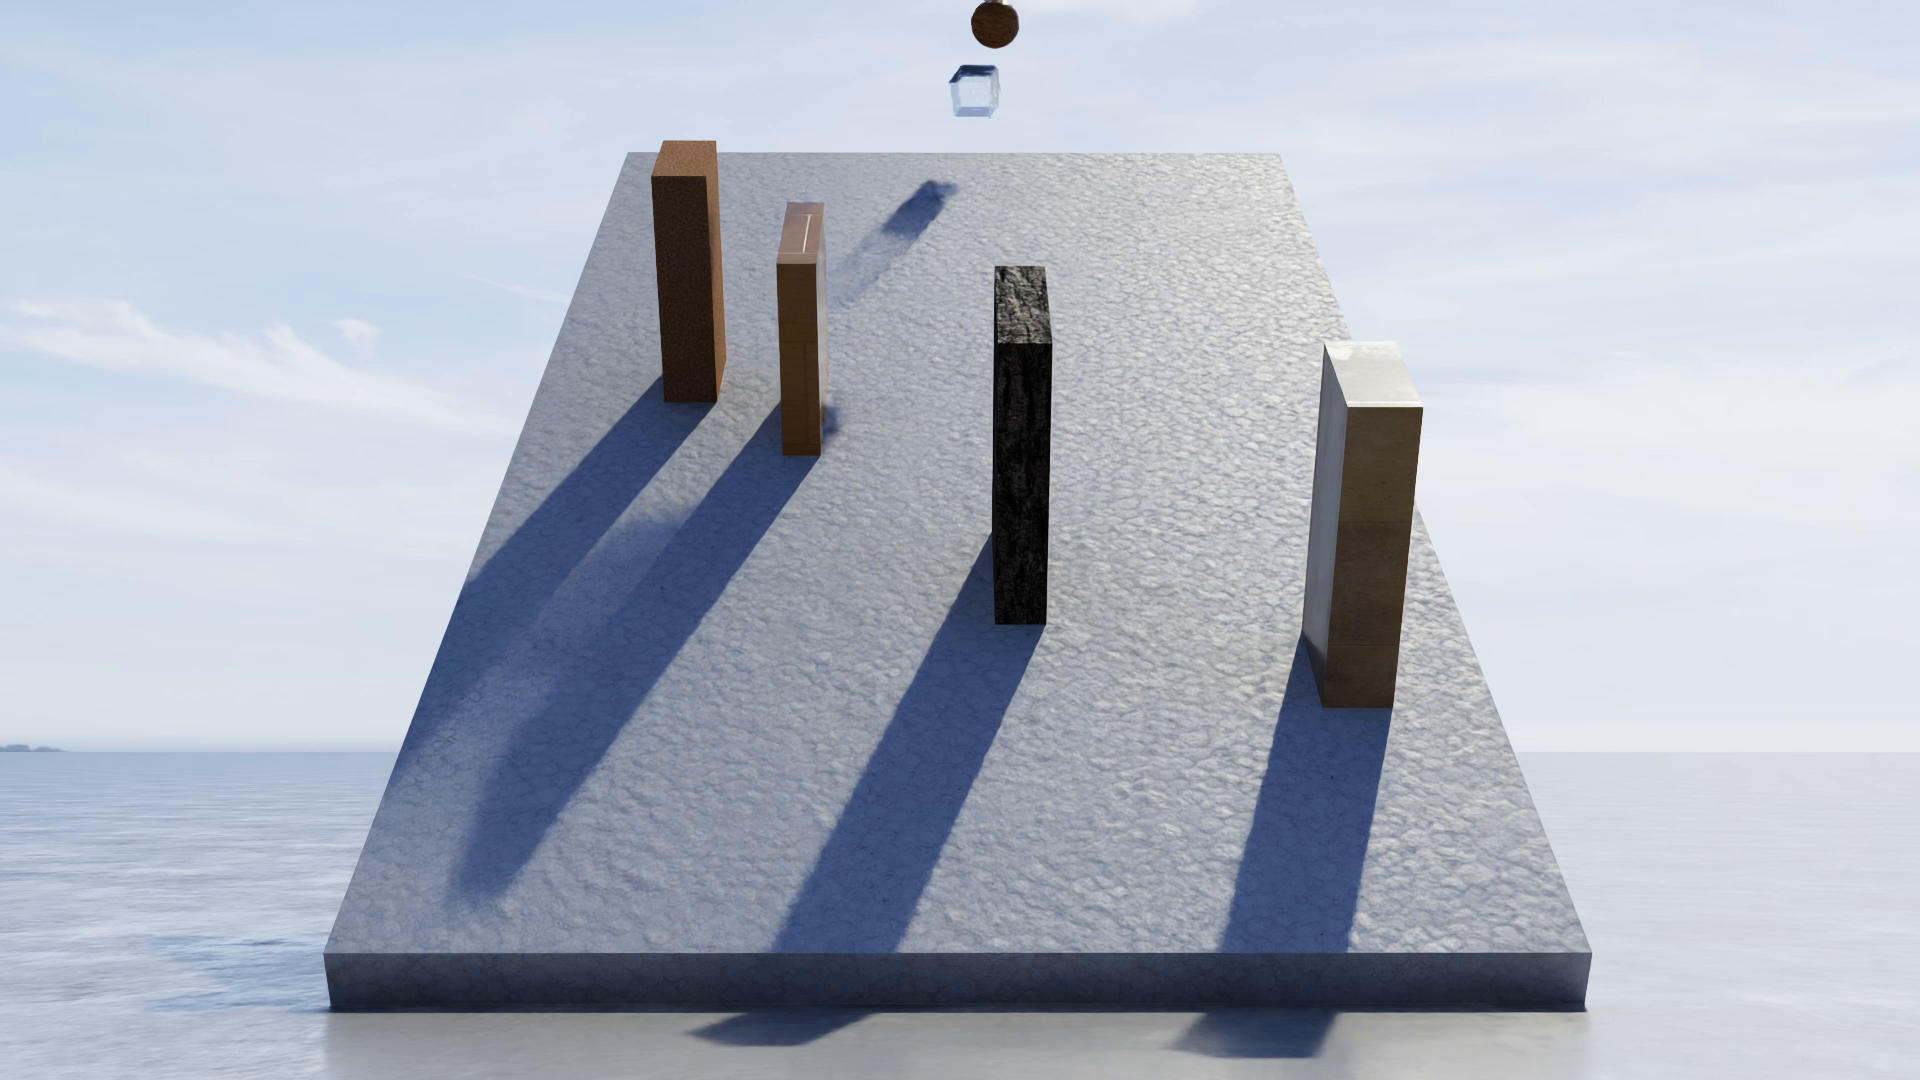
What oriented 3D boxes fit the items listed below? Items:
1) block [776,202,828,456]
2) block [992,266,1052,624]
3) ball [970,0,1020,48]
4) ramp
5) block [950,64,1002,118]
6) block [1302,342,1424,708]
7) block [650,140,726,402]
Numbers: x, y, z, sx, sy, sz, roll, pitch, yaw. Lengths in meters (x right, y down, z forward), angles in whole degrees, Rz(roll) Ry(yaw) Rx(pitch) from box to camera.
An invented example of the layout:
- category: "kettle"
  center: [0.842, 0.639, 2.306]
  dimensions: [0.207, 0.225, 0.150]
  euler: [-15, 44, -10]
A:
- category: "block"
  center: [-0.357, -0.486, 5.437]
  dimensions: [0.086, 0.460, 0.397]
  euler: [0, 27, 0]
- category: "block"
  center: [0.120, -0.192, 4.721]
  dimensions: [0.101, 0.598, 0.402]
  euler: [0, 27, 0]
- category: "ball"
  center: [0.100, -1.474, 6.789]
  dimensions: [0.139, 0.139, 0.139]
  euler: [0, -5, 0]
- category: "ramp"
  center: [-0.011, -0.225, 5.543]
  dimensions: [2.000, 0.100, 4.000]
  euler: [0, 27, 0]
- category: "block"
  center: [0.048, -1.381, 7.308]
  dimensions: [0.117, 0.117, 0.117]
  euler: [6, 39, 19]
- category: "block"
  center: [0.737, -0.028, 4.395]
  dimensions: [0.131, 0.610, 0.295]
  euler: [0, 27, 0]
- category: "block"
  center: [-0.637, -0.634, 5.612]
  dimensions: [0.125, 0.559, 0.260]
  euler: [0, 27, 0]
